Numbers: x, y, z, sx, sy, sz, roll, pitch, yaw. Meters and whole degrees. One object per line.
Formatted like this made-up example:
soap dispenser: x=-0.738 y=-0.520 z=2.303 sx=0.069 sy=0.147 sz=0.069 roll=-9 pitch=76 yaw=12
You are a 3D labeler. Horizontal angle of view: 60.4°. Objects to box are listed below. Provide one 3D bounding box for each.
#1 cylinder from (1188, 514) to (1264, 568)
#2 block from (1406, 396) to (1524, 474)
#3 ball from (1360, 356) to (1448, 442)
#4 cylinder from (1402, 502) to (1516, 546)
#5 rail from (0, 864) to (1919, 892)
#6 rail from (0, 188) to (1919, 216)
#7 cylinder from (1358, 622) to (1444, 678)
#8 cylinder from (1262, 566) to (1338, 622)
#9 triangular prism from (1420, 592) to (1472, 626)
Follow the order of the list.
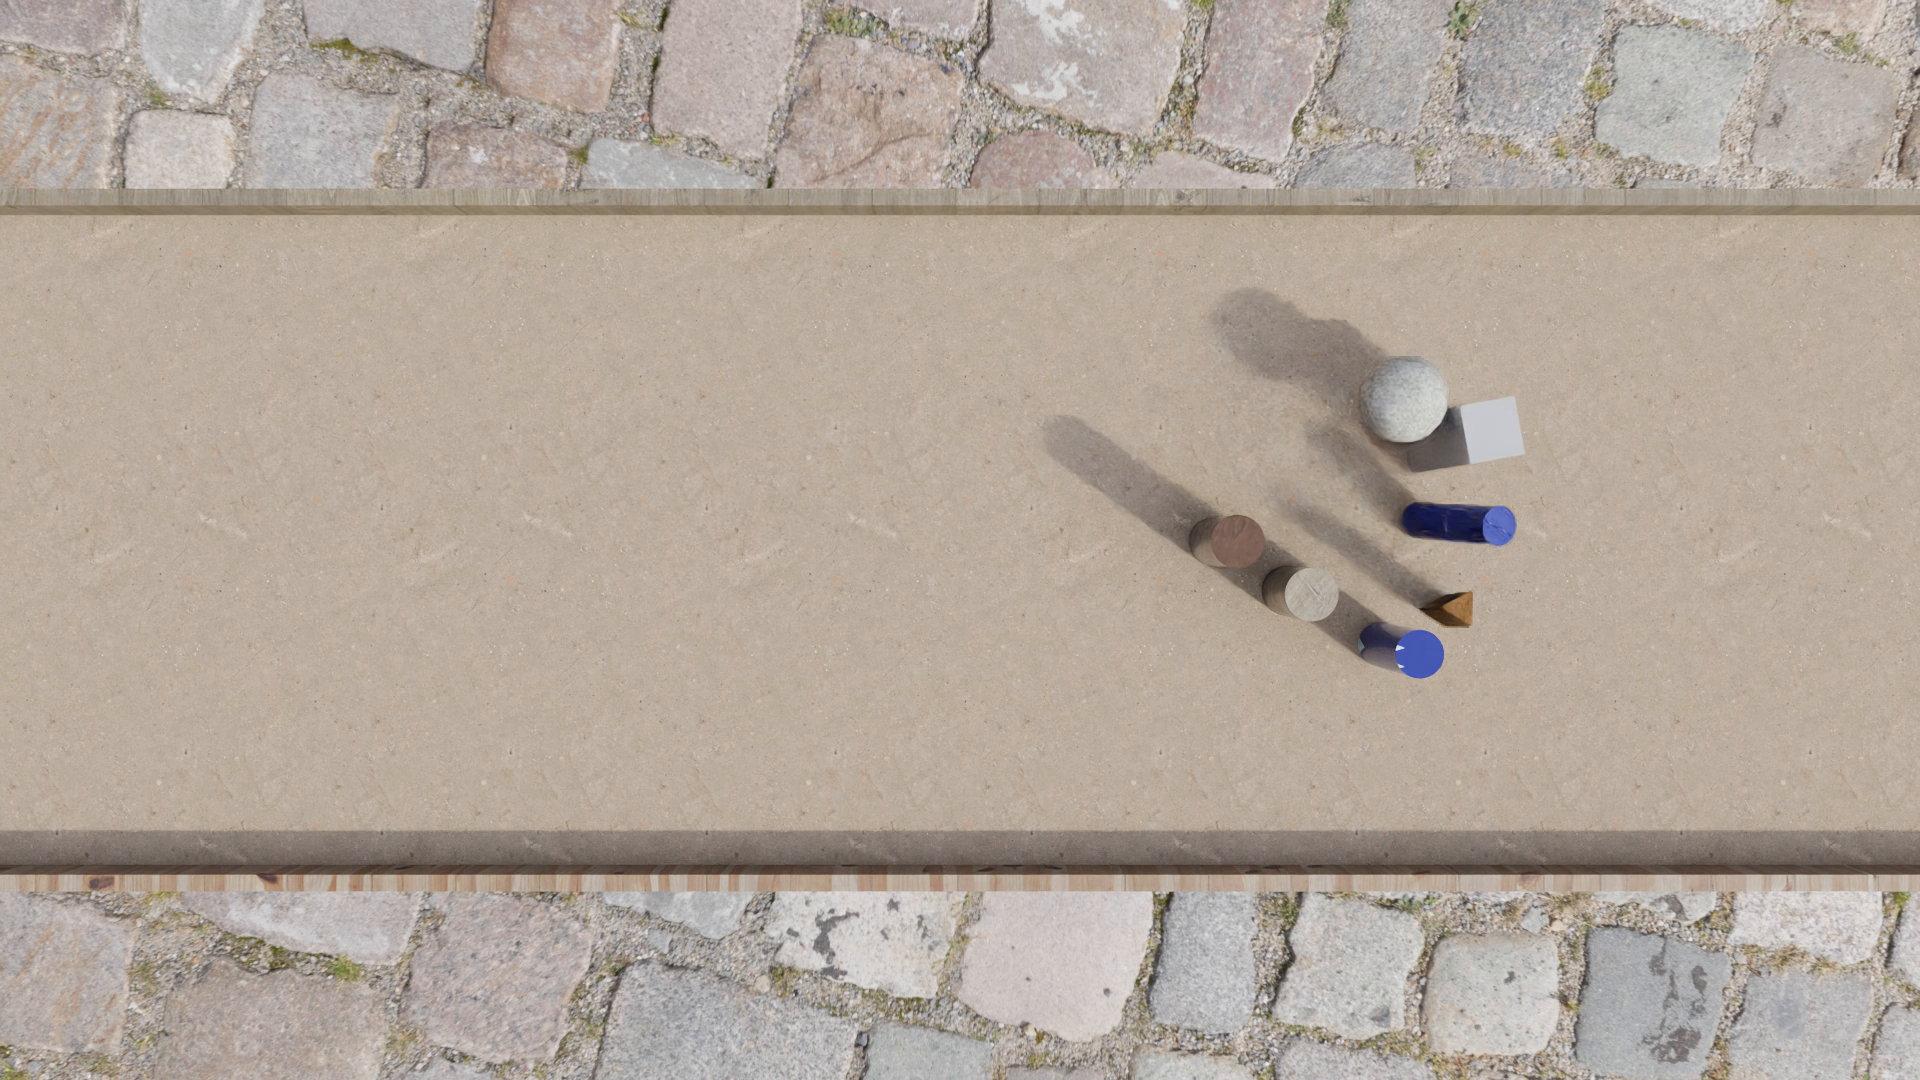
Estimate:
cylinder: x=0.780 y=0.005 z=4.852 sx=0.151 sy=0.449 sz=0.151 roll=0 pitch=90 yaw=0
block: x=1.480 y=-0.307 z=4.872 sx=0.168 sy=0.386 sz=0.168 roll=-10 pitch=90 yaw=-9
ball: x=1.278 y=-0.403 z=4.753 sx=0.247 sy=0.247 sz=0.247 roll=0 pitch=90 yaw=0
cylinder: x=1.466 y=-0.050 z=4.867 sx=0.112 sy=0.403 sz=0.112 roll=-1 pitch=93 yaw=-18
rail: x=-2.247 y=1.025 z=5.001 sx=12.000 sy=0.150 sz=0.050 roll=0 pitch=90 yaw=0
rail: x=-2.247 y=-1.025 z=5.002 sx=12.000 sy=0.150 sz=0.050 roll=0 pitch=90 yaw=0
cylinder: x=1.293 y=0.321 z=4.857 sx=0.137 sy=0.438 sz=0.137 roll=0 pitch=90 yaw=0
cylinder: x=1.005 y=0.156 z=4.895 sx=0.154 sy=0.363 sz=0.154 roll=0 pitch=90 yaw=0
triangular prism: x=1.452 y=0.192 z=4.870 sx=0.095 sy=0.402 sz=0.083 roll=33 pitch=91 yaw=7
